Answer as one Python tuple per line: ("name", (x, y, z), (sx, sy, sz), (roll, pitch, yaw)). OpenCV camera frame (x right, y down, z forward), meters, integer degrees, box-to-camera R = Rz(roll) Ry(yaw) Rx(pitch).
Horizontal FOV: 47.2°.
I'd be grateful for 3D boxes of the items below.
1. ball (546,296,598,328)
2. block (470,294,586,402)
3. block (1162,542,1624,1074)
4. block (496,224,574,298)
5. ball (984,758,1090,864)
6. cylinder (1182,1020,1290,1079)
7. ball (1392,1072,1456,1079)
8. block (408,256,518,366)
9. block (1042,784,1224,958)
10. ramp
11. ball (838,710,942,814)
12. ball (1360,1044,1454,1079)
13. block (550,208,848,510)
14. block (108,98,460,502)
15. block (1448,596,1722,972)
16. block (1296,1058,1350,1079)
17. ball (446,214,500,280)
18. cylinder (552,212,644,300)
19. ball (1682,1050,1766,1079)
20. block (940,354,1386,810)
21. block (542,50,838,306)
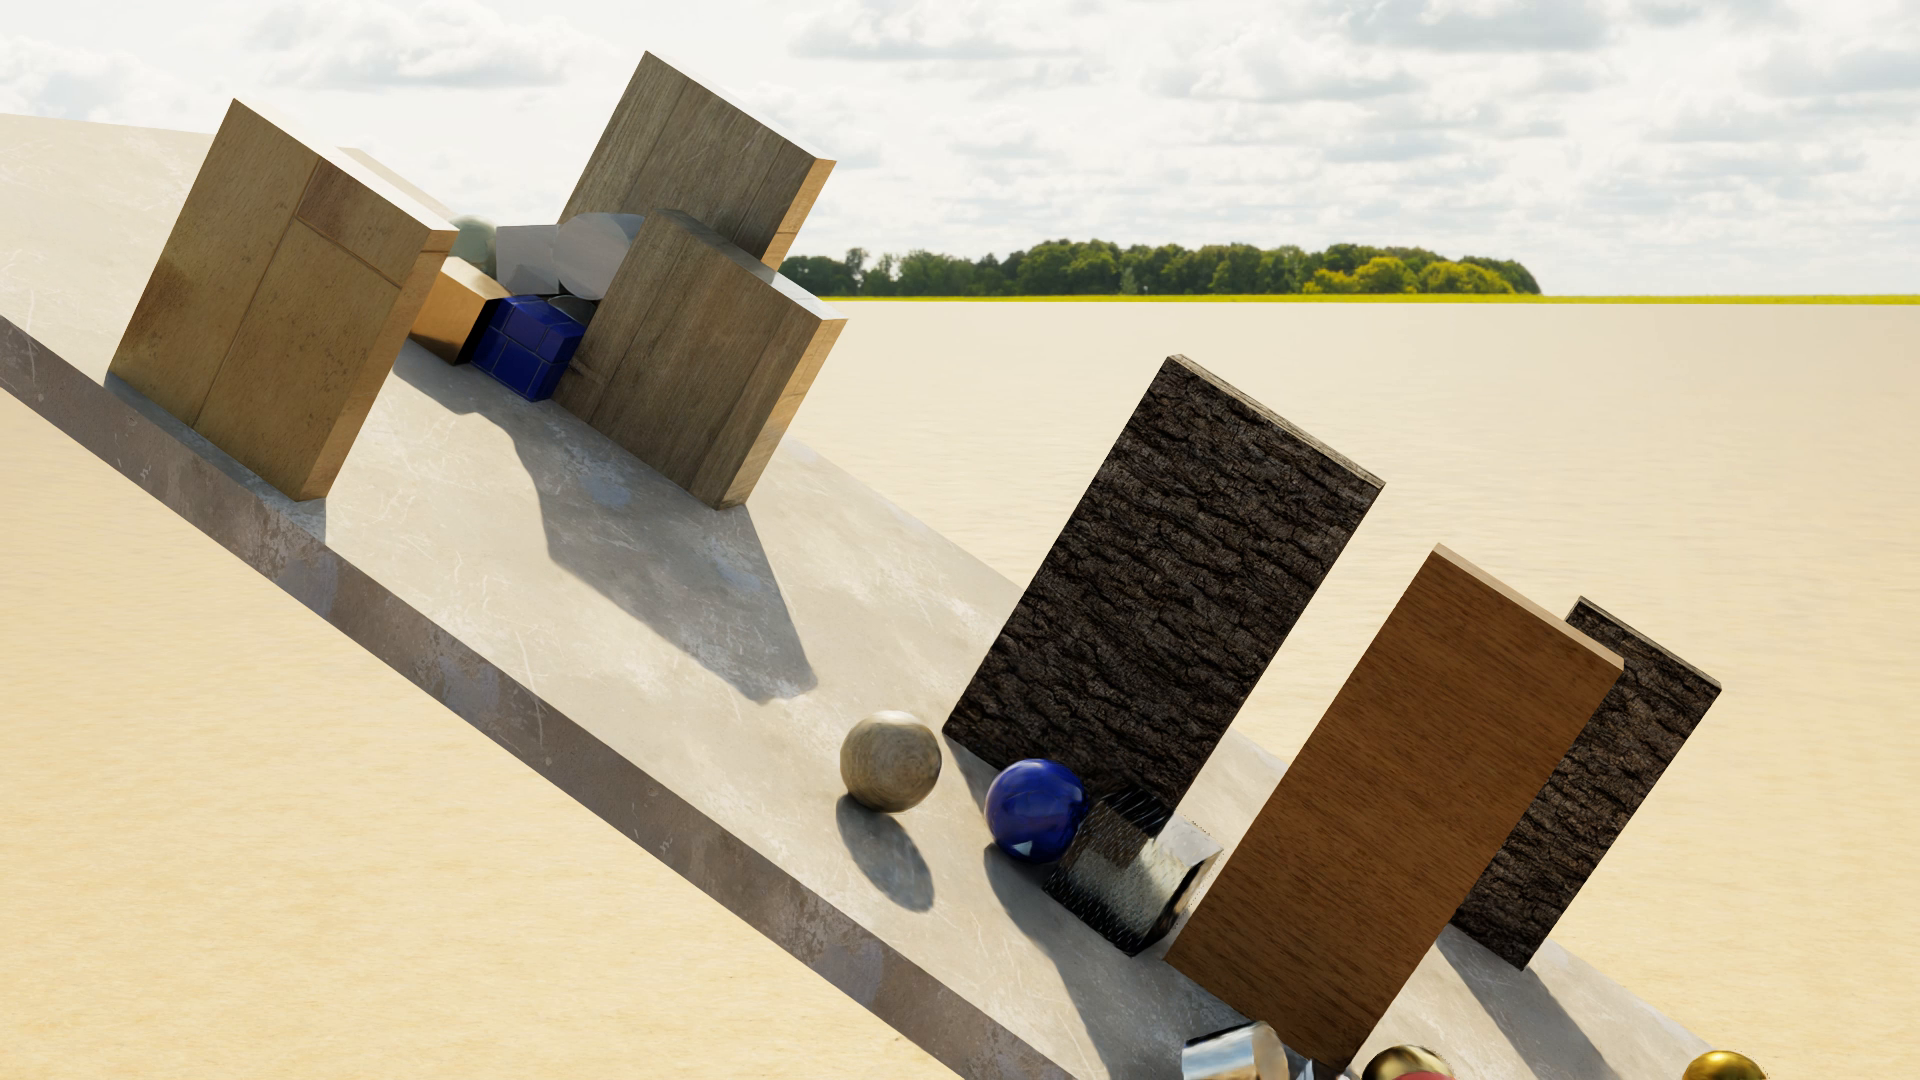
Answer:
("ball", (-0.819, -0.424, 4.594), (0.175, 0.175, 0.175), (0, 7, 0))
("block", (-0.862, -0.387, 4.437), (0.151, 0.151, 0.151), (32, 15, 7))
("block", (0.675, 0.430, 3.469), (0.332, 0.795, 0.108), (34, 15, 11))
("block", (-0.871, -0.583, 4.604), (0.142, 0.142, 0.142), (1, 4, 18))
("ball", (0.126, 0.442, 3.592), (0.173, 0.173, 0.173), (0, 7, 0))
("cylinder", (0.390, 0.748, 3.112), (0.111, 0.111, 0.111), (-23, -4, 27))
("ball", (0.675, 0.873, 3.178), (0.205, 0.205, 0.205), (0, 7, 0))
("block", (-1.006, -0.457, 4.384), (0.152, 0.152, 0.152), (32, 15, 6))
("block", (0.282, 0.534, 3.574), (0.182, 0.182, 0.182), (36, 15, 18))
("ramp", (-0.166, 0.273, 4.118), (4.000, 0.100, 2.000), (34, 15, 11))
("ball", (-0.110, 0.349, 3.460), (0.161, 0.161, 0.161), (0, 7, 0))
("ball", (0.689, 0.853, 3.379), (0.151, 0.151, 0.151), (0, 7, 0))
("block", (-0.527, -0.366, 4.439), (0.422, 0.445, 0.149), (34, 15, 11))
("block", (-1.040, -0.366, 3.369), (0.385, 0.480, 0.082), (34, 15, 11))
("block", (1.200, 0.495, 4.462), (0.320, 0.703, 0.085), (34, 15, 11))
("block", (0.509, 0.851, 2.990), (0.172, 0.172, 0.172), (31, 15, 0))
("ball", (-1.036, -0.587, 4.654), (0.203, 0.203, 0.203), (0, 7, 0))
("cylinder", (-0.721, -0.587, 4.550), (0.177, 0.177, 0.177), (2, 8, 17))
("ball", (1.458, 1.055, 4.189), (0.163, 0.163, 0.163), (0, 7, 0))
("block", (0.350, 0.122, 3.865), (0.422, 0.788, 0.123), (34, 15, 11))
("block", (-0.621, -0.629, 4.677), (0.441, 0.670, 0.123), (34, 15, 11))
